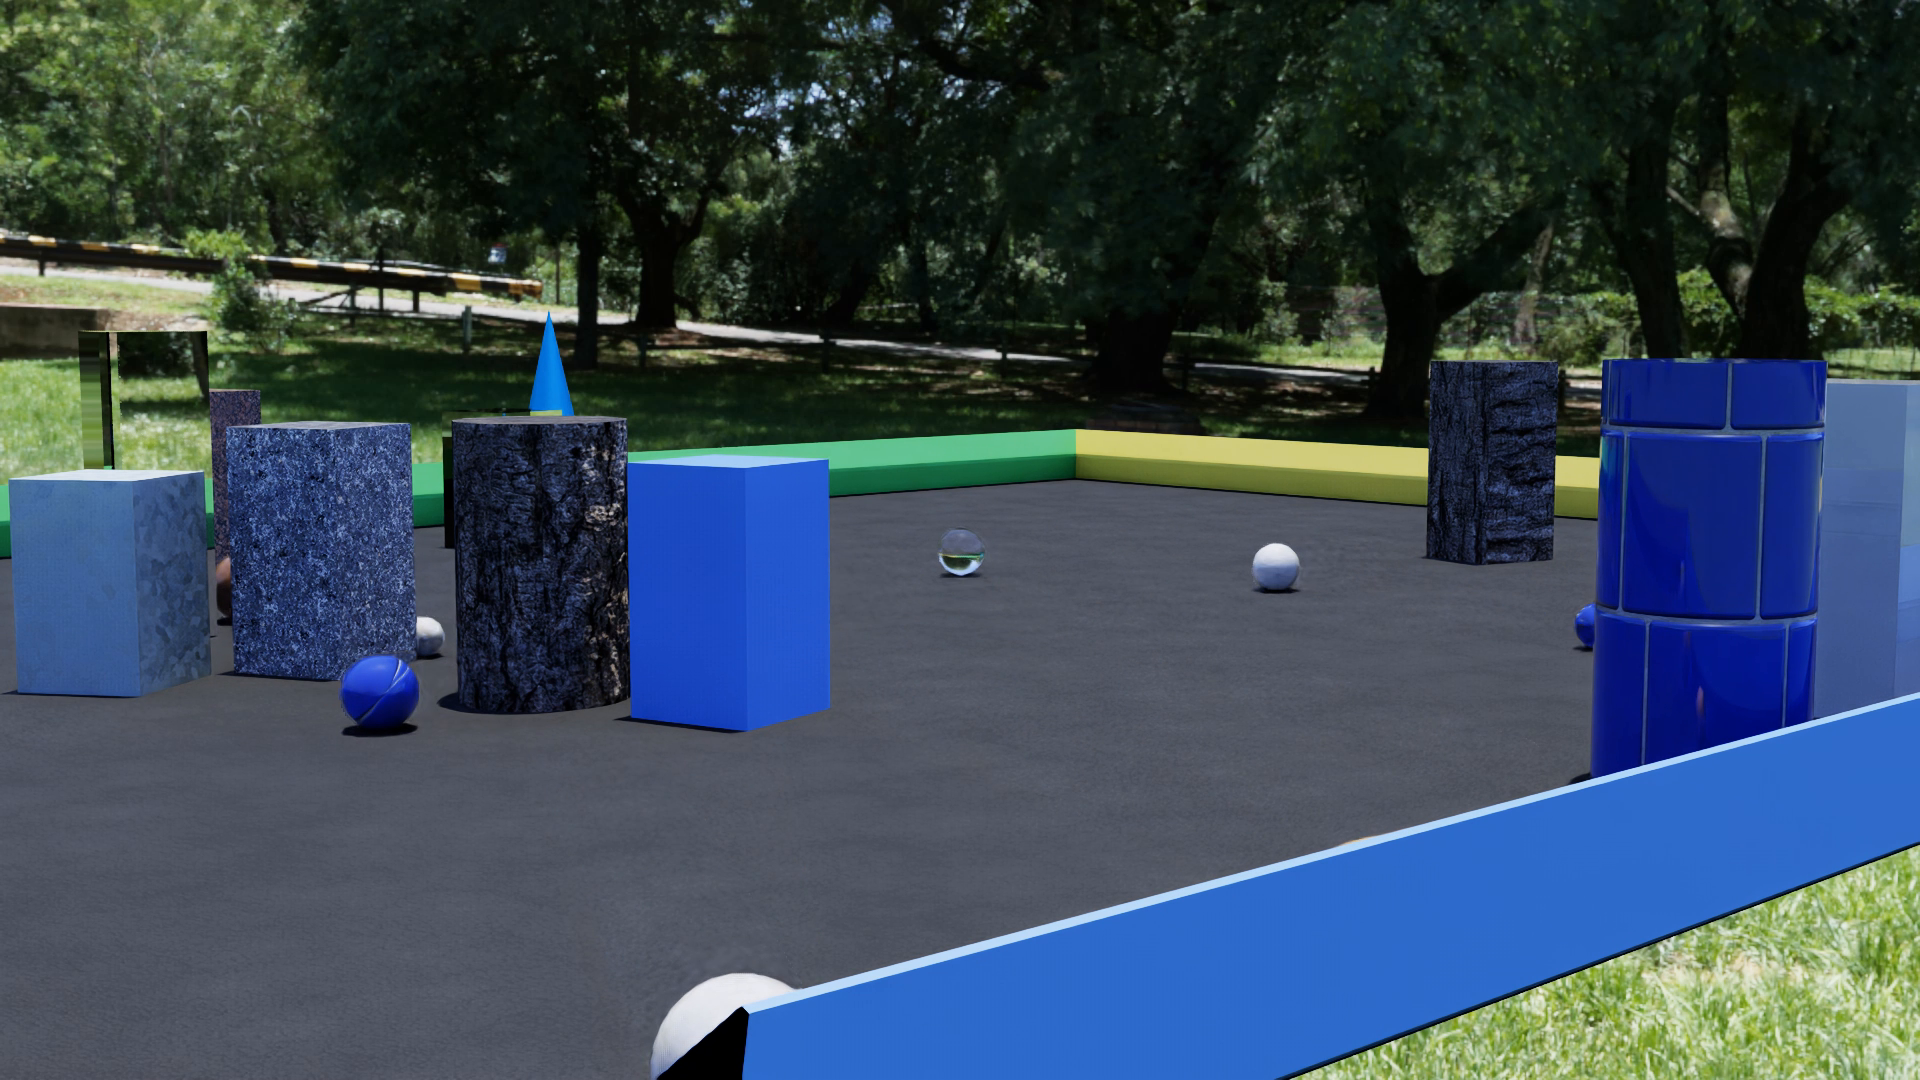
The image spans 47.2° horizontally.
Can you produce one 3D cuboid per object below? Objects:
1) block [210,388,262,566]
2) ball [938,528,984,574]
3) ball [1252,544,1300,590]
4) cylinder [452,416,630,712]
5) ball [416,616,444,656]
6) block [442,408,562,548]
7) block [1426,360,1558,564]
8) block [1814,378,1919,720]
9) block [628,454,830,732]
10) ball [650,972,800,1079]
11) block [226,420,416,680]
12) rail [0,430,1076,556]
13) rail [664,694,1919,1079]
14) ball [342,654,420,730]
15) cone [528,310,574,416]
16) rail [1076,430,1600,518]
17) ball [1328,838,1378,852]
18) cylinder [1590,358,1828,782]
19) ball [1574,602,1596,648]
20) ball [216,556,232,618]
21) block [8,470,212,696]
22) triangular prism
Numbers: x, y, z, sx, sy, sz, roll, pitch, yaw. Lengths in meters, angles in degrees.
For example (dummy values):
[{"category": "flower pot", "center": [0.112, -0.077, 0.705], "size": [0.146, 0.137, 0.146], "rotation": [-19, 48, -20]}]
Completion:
[{"category": "block", "center": [-1.280, -0.094, 3.674], "size": [0.157, 0.311, 0.157], "rotation": [4, 7, 32]}, {"category": "ball", "center": [0.002, 0.019, 3.709], "size": [0.079, 0.079, 0.079], "rotation": [0, 6, 0]}, {"category": "ball", "center": [0.504, 0.043, 3.505], "size": [0.075, 0.075, 0.075], "rotation": [0, 6, 0]}, {"category": "cylinder", "center": [-0.479, 0.022, 2.524], "size": [0.197, 0.320, 0.197], "rotation": [0, 6, 0]}, {"category": "ball", "center": [-0.691, 0.125, 2.833], "size": [0.052, 0.052, 0.052], "rotation": [0, 6, 0]}, {"category": "block", "center": [-0.863, -0.117, 4.161], "size": [0.157, 0.256, 0.157], "rotation": [4, 7, 30]}, {"category": "block", "center": [0.954, -0.144, 3.948], "size": [0.157, 0.354, 0.157], "rotation": [-3, 7, -29]}, {"category": "block", "center": [0.999, 0.008, 2.441], "size": [0.157, 0.366, 0.157], "rotation": [-6, 8, -43]}, {"category": "block", "center": [-0.253, 0.052, 2.425], "size": [0.157, 0.280, 0.157], "rotation": [3, 7, 30]}, {"category": "ball", "center": [-0.116, 0.277, 1.163], "size": [0.095, 0.095, 0.095], "rotation": [0, 6, 0]}, {"category": "block", "center": [-0.793, 0.008, 2.740], "size": [0.157, 0.303, 0.157], "rotation": [2, 6, 20]}, {"category": "rail", "center": [-1.105, -0.091, 4.523], "size": [3.888, 0.128, 0.045], "rotation": [-5, 8, -42]}, {"category": "rail", "center": [1.105, 0.158, 2.141], "size": [3.888, 0.128, 0.045], "rotation": [-5, 8, -42]}, {"category": "ball", "center": [-0.616, 0.162, 2.338], "size": [0.080, 0.080, 0.080], "rotation": [0, 6, 0]}, {"category": "cone", "center": [-0.821, -0.239, 4.416], "size": [0.197, 0.446, 0.197], "rotation": [0, 6, 0]}, {"category": "rail", "center": [1.411, -0.102, 4.627], "size": [0.045, 0.128, 3.307], "rotation": [-5, 8, -42]}, {"category": "ball", "center": [0.275, 0.246, 1.471], "size": [0.093, 0.093, 0.093], "rotation": [0, 6, 0]}, {"category": "cylinder", "center": [0.694, 0.033, 2.046], "size": [0.197, 0.398, 0.197], "rotation": [0, 6, 0]}, {"category": "ball", "center": [0.842, 0.113, 2.902], "size": [0.061, 0.061, 0.061], "rotation": [0, 6, 0]}, {"category": "ball", "center": [-1.026, 0.067, 3.157], "size": [0.098, 0.098, 0.098], "rotation": [0, 6, 0]}, {"category": "block", "center": [-1.009, 0.047, 2.619], "size": [0.157, 0.250, 0.157], "rotation": [1, 6, 11]}, {"category": "triangular prism", "center": [-1.081, -0.072, 2.957], "size": [0.148, 0.417, 0.170], "rotation": [-3, 7, -30]}]
